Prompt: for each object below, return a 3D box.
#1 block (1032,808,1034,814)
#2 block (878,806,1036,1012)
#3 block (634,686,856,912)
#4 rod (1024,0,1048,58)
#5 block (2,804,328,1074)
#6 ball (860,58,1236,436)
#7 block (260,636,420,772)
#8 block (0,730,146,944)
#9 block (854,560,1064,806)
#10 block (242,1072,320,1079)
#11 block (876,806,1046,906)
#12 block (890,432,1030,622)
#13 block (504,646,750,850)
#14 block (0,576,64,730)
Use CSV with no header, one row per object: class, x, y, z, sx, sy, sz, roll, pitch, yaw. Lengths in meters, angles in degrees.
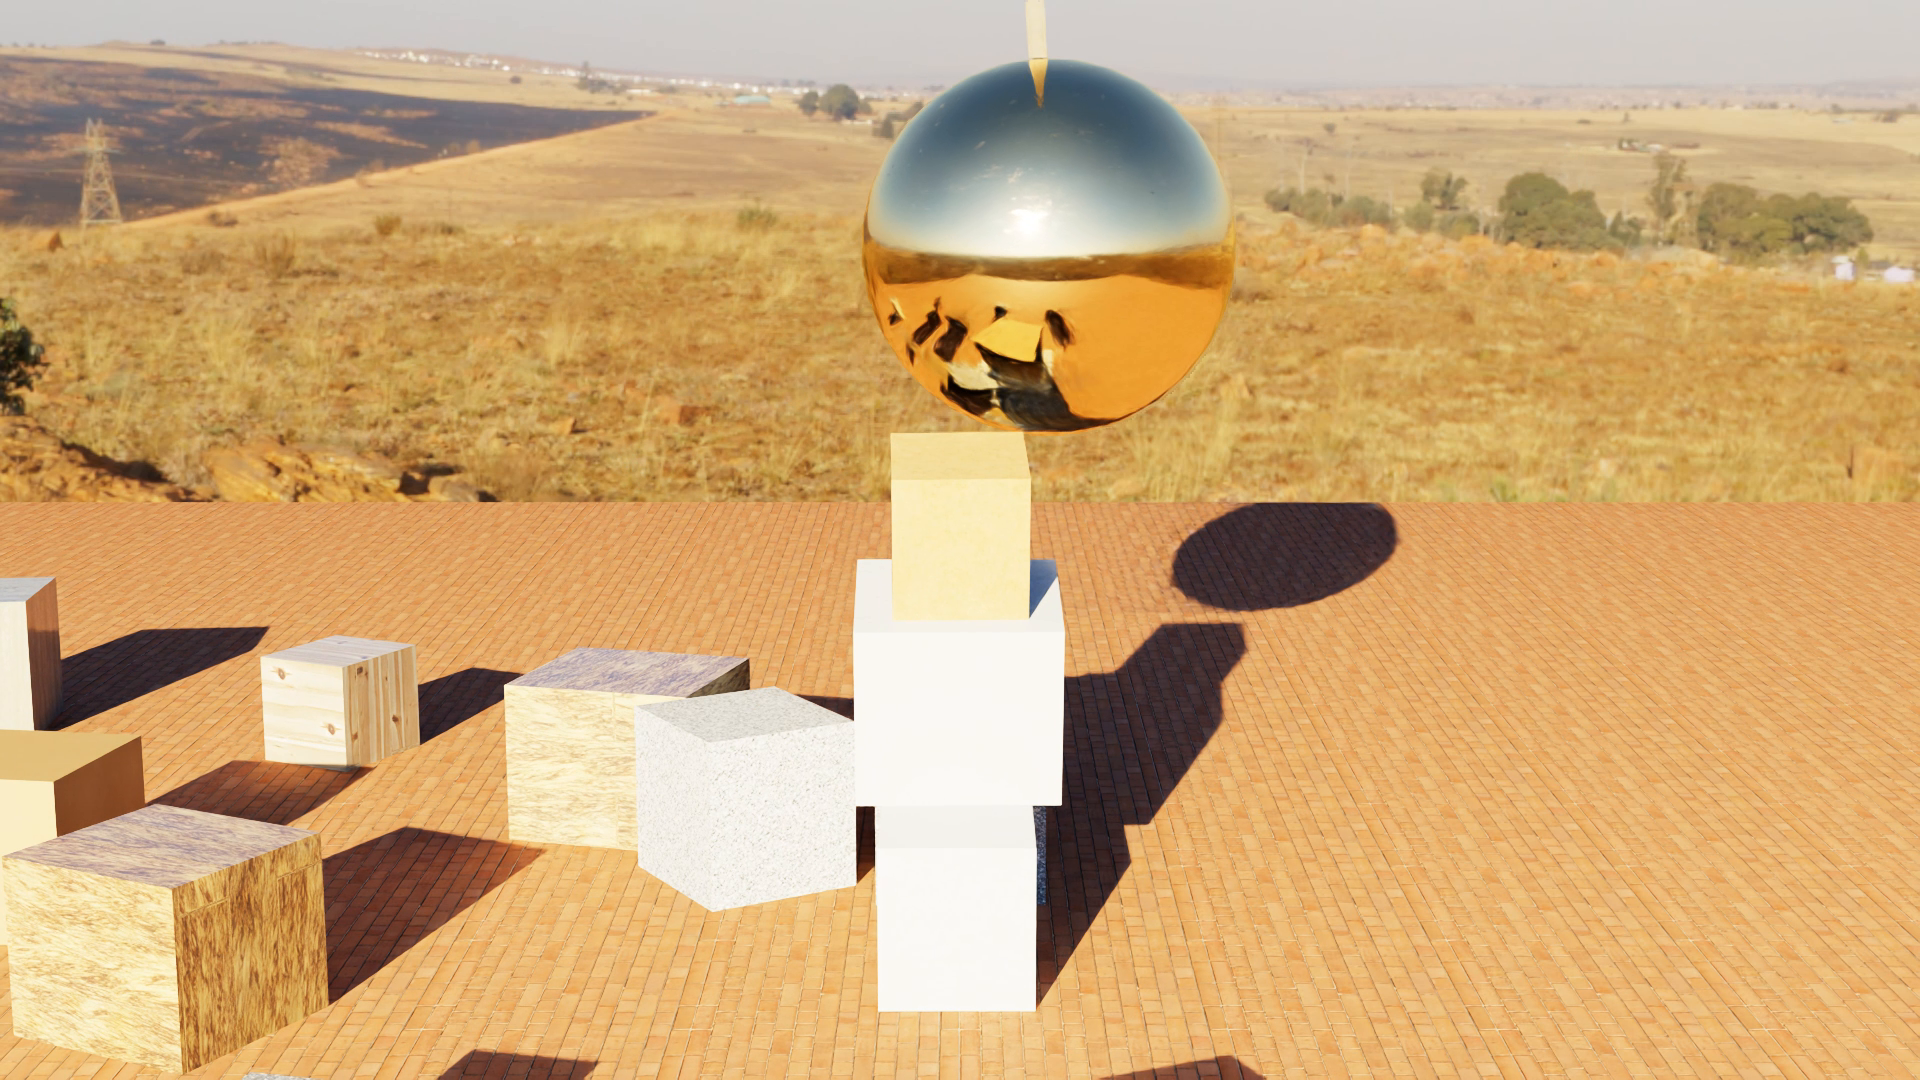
block,-0.004,1.357,10.639,0.609,0.524,0.571,0,10,0
block,-0.012,1.412,10.008,0.597,0.641,0.671,0,10,0
block,-0.950,1.124,11.317,0.698,0.739,0.756,-6,12,-31
rod,0.164,-4.584,10.347,0.080,5.200,0.080,-4,10,1
block,-2.952,1.466,9.573,0.829,0.690,0.771,5,12,27
ball,0.377,-1.246,10.954,1.600,1.600,1.600,0,10,0
block,-3.229,0.845,13.392,0.534,0.547,0.586,5,12,26
block,-3.971,1.239,10.798,0.785,0.699,0.750,2,10,9
block,-0.010,0.567,10.393,0.817,0.750,0.750,0,22,-1
block,-1.978,1.925,7.569,0.502,0.504,0.502,2,11,13
block,0.003,1.112,11.276,0.726,0.779,0.752,0,10,0
block,-0.005,-0.059,10.158,0.532,0.587,0.542,-1,22,-2
block,-1.552,0.979,12.124,0.891,0.736,0.828,3,11,16
block,-5.372,0.645,13.903,0.804,0.757,0.681,-1,10,-6
